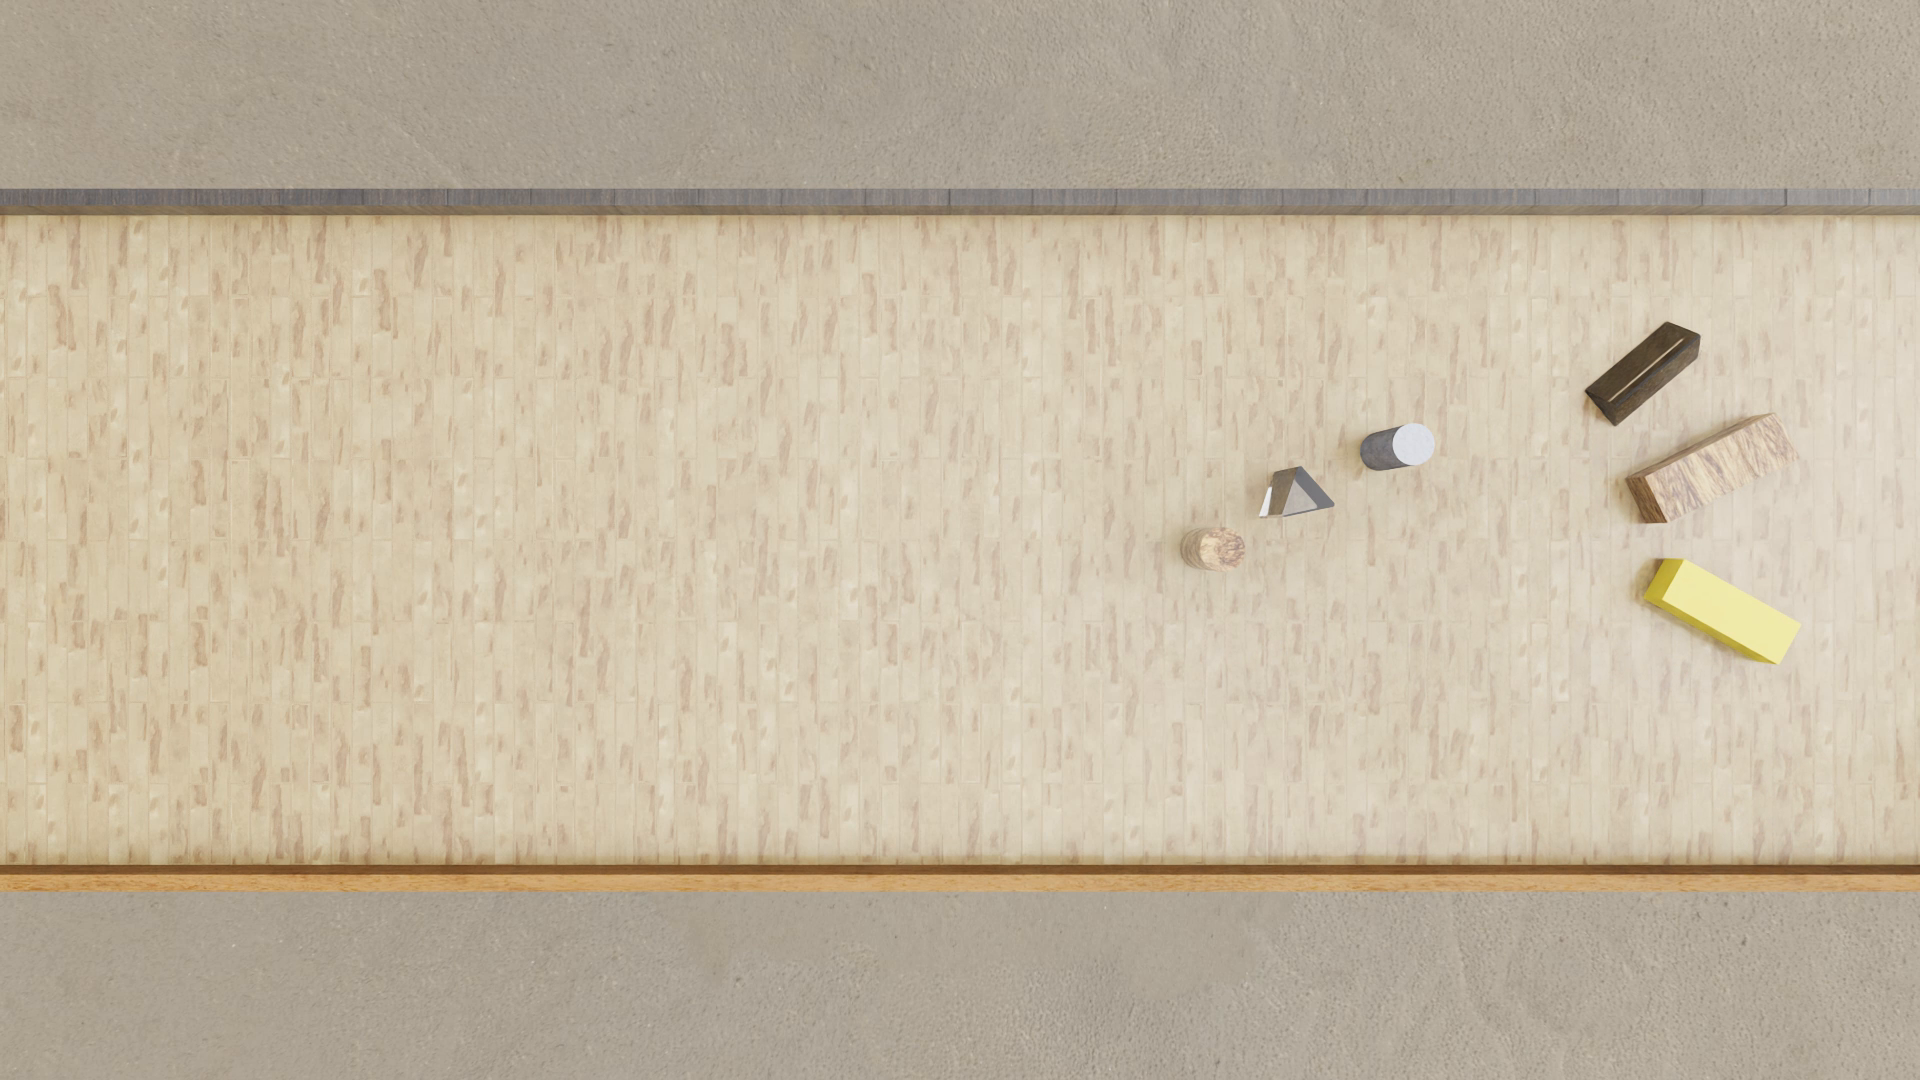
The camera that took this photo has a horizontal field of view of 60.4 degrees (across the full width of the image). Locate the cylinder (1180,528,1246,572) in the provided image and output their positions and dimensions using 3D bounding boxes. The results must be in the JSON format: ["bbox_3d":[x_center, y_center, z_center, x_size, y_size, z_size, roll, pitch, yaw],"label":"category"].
[{"bbox_3d":[0.741,0.027,4.865,0.127,0.423,0.127,0,90,0],"label":"cylinder"}]

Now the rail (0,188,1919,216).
[{"bbox_3d":[-2.247,-1.025,5.002,12.000,0.150,0.050,0,90,0],"label":"rail"}]

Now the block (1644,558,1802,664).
[{"bbox_3d":[2.311,0.215,5.007,0.401,0.139,0.139,29,90,0],"label":"block"}]

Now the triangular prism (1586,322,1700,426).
[{"bbox_3d":[2.094,-0.510,5.010,0.330,0.125,0.145,-40,90,0],"label":"triangular prism"}]

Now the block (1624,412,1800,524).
[{"bbox_3d":[2.276,-0.216,4.999,0.440,0.154,0.154,-26,90,0],"label":"block"}]

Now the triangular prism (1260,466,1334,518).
[{"bbox_3d":[0.984,-0.148,4.895,0.151,0.363,0.131,-12,90,0],"label":"triangular prism"}]

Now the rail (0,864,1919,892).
[{"bbox_3d":[-2.247,1.025,5.001,12.000,0.150,0.050,0,90,0],"label":"rail"}]

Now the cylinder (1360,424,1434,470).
[{"bbox_3d":[1.291,-0.272,4.884,0.120,0.384,0.120,0,90,0],"label":"cylinder"}]
